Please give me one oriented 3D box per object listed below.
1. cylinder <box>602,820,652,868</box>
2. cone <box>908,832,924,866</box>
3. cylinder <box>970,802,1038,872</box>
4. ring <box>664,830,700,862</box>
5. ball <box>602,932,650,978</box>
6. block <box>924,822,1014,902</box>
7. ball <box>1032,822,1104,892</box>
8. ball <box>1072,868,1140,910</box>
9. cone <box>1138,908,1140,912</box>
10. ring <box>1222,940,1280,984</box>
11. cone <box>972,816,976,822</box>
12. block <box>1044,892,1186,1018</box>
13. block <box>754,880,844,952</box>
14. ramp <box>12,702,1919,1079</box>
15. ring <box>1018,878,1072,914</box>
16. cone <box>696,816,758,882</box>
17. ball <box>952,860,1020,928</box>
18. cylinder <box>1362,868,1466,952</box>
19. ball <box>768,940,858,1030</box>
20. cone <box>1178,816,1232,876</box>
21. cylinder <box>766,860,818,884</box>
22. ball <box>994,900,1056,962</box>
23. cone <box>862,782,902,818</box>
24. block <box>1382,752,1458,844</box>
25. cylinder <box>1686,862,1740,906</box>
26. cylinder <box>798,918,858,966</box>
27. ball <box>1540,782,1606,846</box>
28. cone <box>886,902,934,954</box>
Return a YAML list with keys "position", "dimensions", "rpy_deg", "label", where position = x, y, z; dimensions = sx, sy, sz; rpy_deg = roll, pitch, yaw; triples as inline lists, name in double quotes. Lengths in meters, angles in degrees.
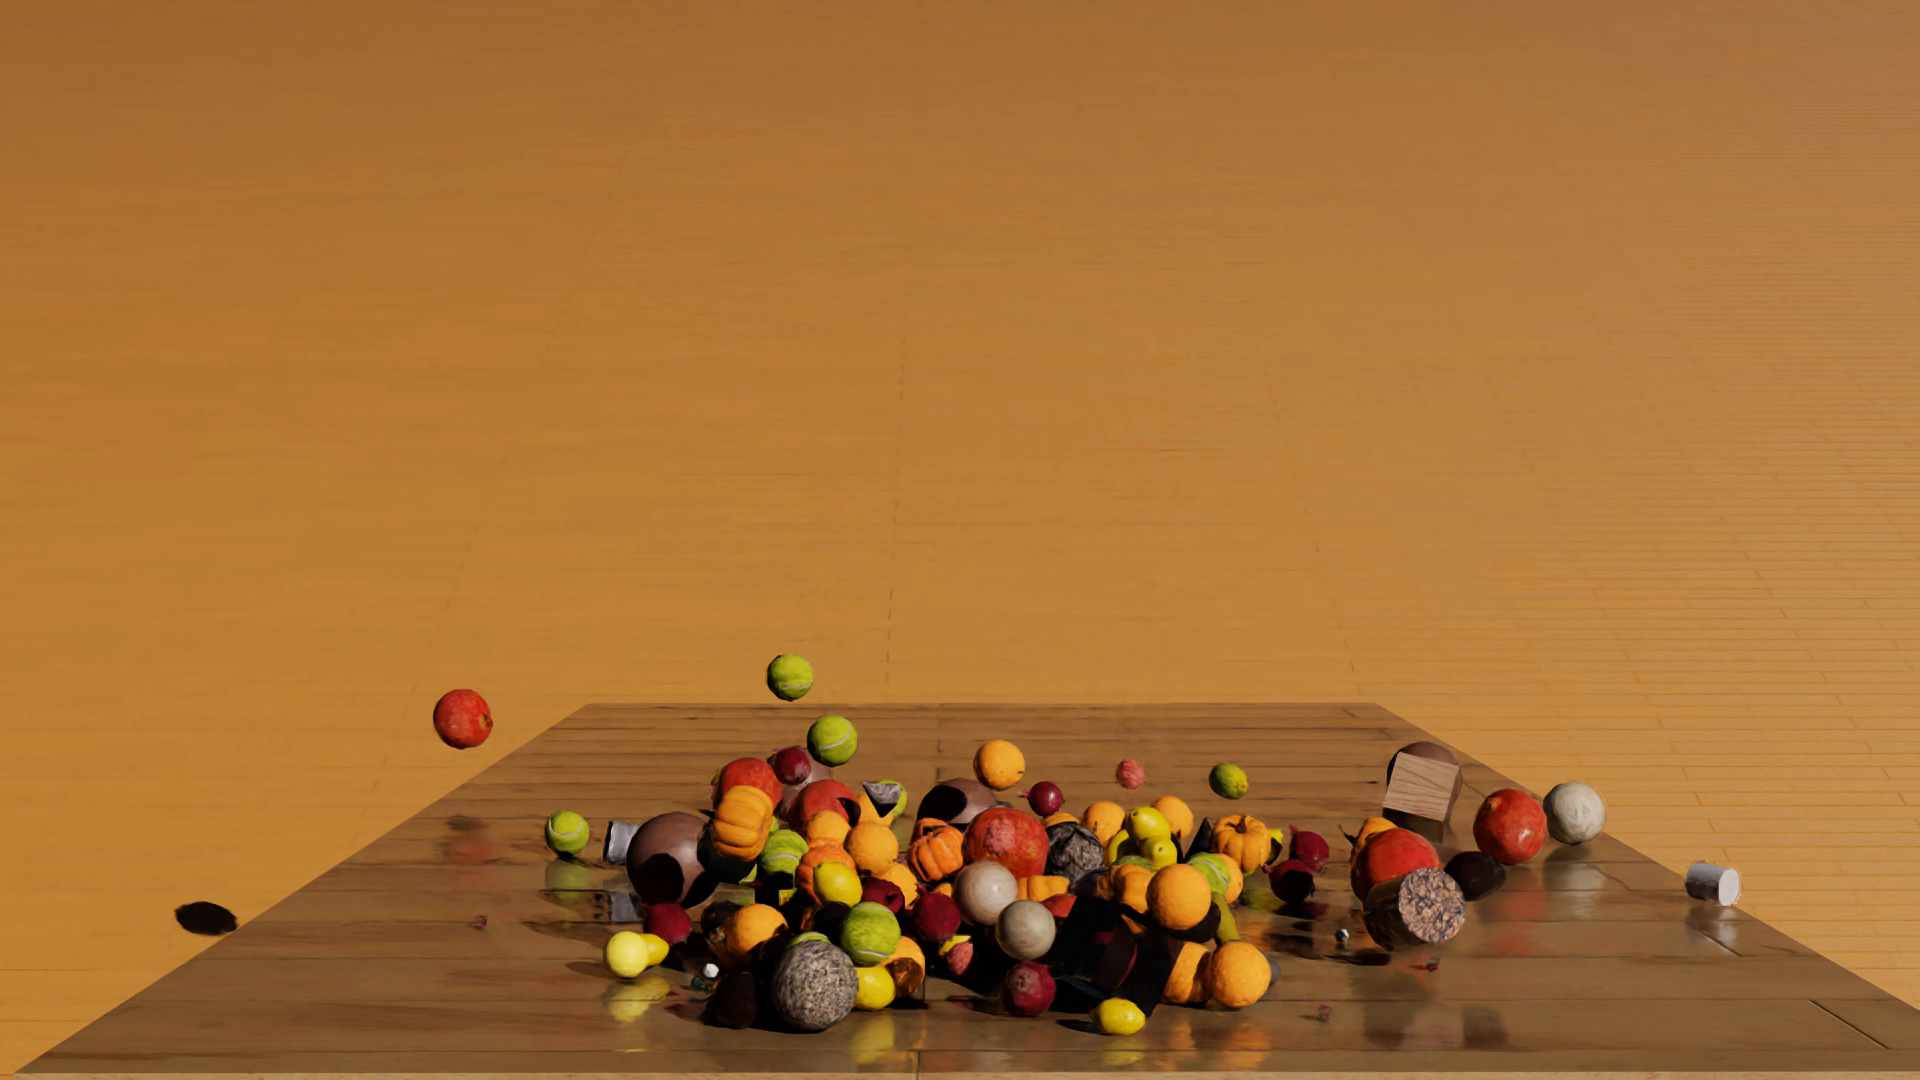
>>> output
- position: [-0.496, 0.455, 3.851]
  dimensions: [0.061, 0.061, 0.061]
  rpy_deg: [12, 23, -14]
  label: "cylinder"
- position: [-0.039, 0.477, 3.853]
  dimensions: [0.064, 0.064, 0.064]
  rpy_deg: [-5, 29, -11]
  label: "cone"
- position: [0.061, 0.409, 3.545]
  dimensions: [0.069, 0.069, 0.069]
  rpy_deg: [-30, 23, 14]
  label: "cylinder"
- position: [-0.394, 0.469, 3.950]
  dimensions: [0.120, 0.040, 0.120]
  rpy_deg: [1, 0, 0]
  label: "ring"
- position: [-0.393, 0.488, 3.031]
  dimensions: [0.055, 0.055, 0.055]
  rpy_deg: [0, 25, 0]
  label: "ball"
- position: [0.012, 0.451, 3.615]
  dimensions: [0.094, 0.094, 0.094]
  rpy_deg: [-1, 2, -28]
  label: "block"
- position: [0.145, 0.425, 3.454]
  dimensions: [0.095, 0.095, 0.095]
  rpy_deg: [0, 25, 0]
  label: "ball"
- position: [0.186, 0.464, 3.305]
  dimensions: [0.087, 0.087, 0.087]
  rpy_deg: [0, 25, 0]
  label: "ball"
- position: [0.201, 0.489, 3.397]
  dimensions: [0.054, 0.054, 0.054]
  rpy_deg: [-28, 14, 27]
  label: "cone"
- position: [0.338, 0.491, 3.003]
  dimensions: [0.075, 0.025, 0.075]
  rpy_deg: [27, 7, -4]
  label: "ring"
- position: [0.024, 0.454, 3.916]
  dimensions: [0.072, 0.072, 0.072]
  rpy_deg: [0, 2, 0]
  label: "cone"
- position: [0.170, 0.457, 2.839]
  dimensions: [0.092, 0.092, 0.092]
  rpy_deg: [35, -17, -28]
  label: "block"
- position: [-0.199, 0.468, 3.194]
  dimensions: [0.078, 0.078, 0.078]
  rpy_deg: [-1, -2, 45]
  label: "block"
- position: [0.058, 0.521, 4.560]
  dimensions: [2.000, 0.100, 4.000]
  rpy_deg: [0, 2, 0]
  label: "ramp"
- position: [0.123, 0.483, 3.507]
  dimensions: [0.109, 0.036, 0.109]
  rpy_deg: [1, 3, 0]
  label: "ring"
- position: [-0.308, 0.389, 3.197]
  dimensions: [0.085, 0.085, 0.085]
  rpy_deg: [10, 5, 20]
  label: "cone"
- position: [0.030, 0.420, 3.054]
  dimensions: [0.081, 0.081, 0.081]
  rpy_deg: [0, 25, 0]
  label: "ball"
- position: [0.544, 0.444, 3.089]
  dimensions: [0.090, 0.090, 0.090]
  rpy_deg: [-11, -12, -23]
  label: "cylinder"
- position: [-0.156, 0.474, 2.743]
  dimensions: [0.095, 0.095, 0.095]
  rpy_deg: [0, 25, 0]
  label: "ball"
- position: [0.364, 0.451, 3.830]
  dimensions: [0.081, 0.081, 0.081]
  rpy_deg: [0, 2, 0]
  label: "cone"
- position: [-0.227, 0.463, 3.379]
  dimensions: [0.062, 0.062, 0.062]
  rpy_deg: [22, 18, -8]
  label: "cylinder"
- position: [0.069, 0.411, 2.717]
  dimensions: [0.065, 0.065, 0.065]
  rpy_deg: [0, 25, 0]
  label: "ball"
- position: [-0.127, 0.379, 3.886]
  dimensions: [0.057, 0.057, 0.057]
  rpy_deg: [36, 17, -20]
  label: "cone"
- position: [0.685, 0.383, 3.832]
  dimensions: [0.090, 0.090, 0.090]
  rpy_deg: [13, 66, 17]
  label: "block"
- position: [1.032, 0.471, 3.535]
  dimensions: [0.051, 0.051, 0.051]
  rpy_deg: [-21, 18, -37]
  label: "cylinder"
- position: [-0.158, 0.483, 3.075]
  dimensions: [0.062, 0.062, 0.062]
  rpy_deg: [0, 25, 8]
  label: "cylinder"
- position: [0.974, 0.434, 4.095]
  dimensions: [0.100, 0.100, 0.100]
  rpy_deg: [0, 25, 0]
  label: "ball"
- position: [-0.061, 0.479, 3.207]
  dimensions: [0.061, 0.061, 0.061]
  rpy_deg: [1, 2, 0]
  label: "cone"
